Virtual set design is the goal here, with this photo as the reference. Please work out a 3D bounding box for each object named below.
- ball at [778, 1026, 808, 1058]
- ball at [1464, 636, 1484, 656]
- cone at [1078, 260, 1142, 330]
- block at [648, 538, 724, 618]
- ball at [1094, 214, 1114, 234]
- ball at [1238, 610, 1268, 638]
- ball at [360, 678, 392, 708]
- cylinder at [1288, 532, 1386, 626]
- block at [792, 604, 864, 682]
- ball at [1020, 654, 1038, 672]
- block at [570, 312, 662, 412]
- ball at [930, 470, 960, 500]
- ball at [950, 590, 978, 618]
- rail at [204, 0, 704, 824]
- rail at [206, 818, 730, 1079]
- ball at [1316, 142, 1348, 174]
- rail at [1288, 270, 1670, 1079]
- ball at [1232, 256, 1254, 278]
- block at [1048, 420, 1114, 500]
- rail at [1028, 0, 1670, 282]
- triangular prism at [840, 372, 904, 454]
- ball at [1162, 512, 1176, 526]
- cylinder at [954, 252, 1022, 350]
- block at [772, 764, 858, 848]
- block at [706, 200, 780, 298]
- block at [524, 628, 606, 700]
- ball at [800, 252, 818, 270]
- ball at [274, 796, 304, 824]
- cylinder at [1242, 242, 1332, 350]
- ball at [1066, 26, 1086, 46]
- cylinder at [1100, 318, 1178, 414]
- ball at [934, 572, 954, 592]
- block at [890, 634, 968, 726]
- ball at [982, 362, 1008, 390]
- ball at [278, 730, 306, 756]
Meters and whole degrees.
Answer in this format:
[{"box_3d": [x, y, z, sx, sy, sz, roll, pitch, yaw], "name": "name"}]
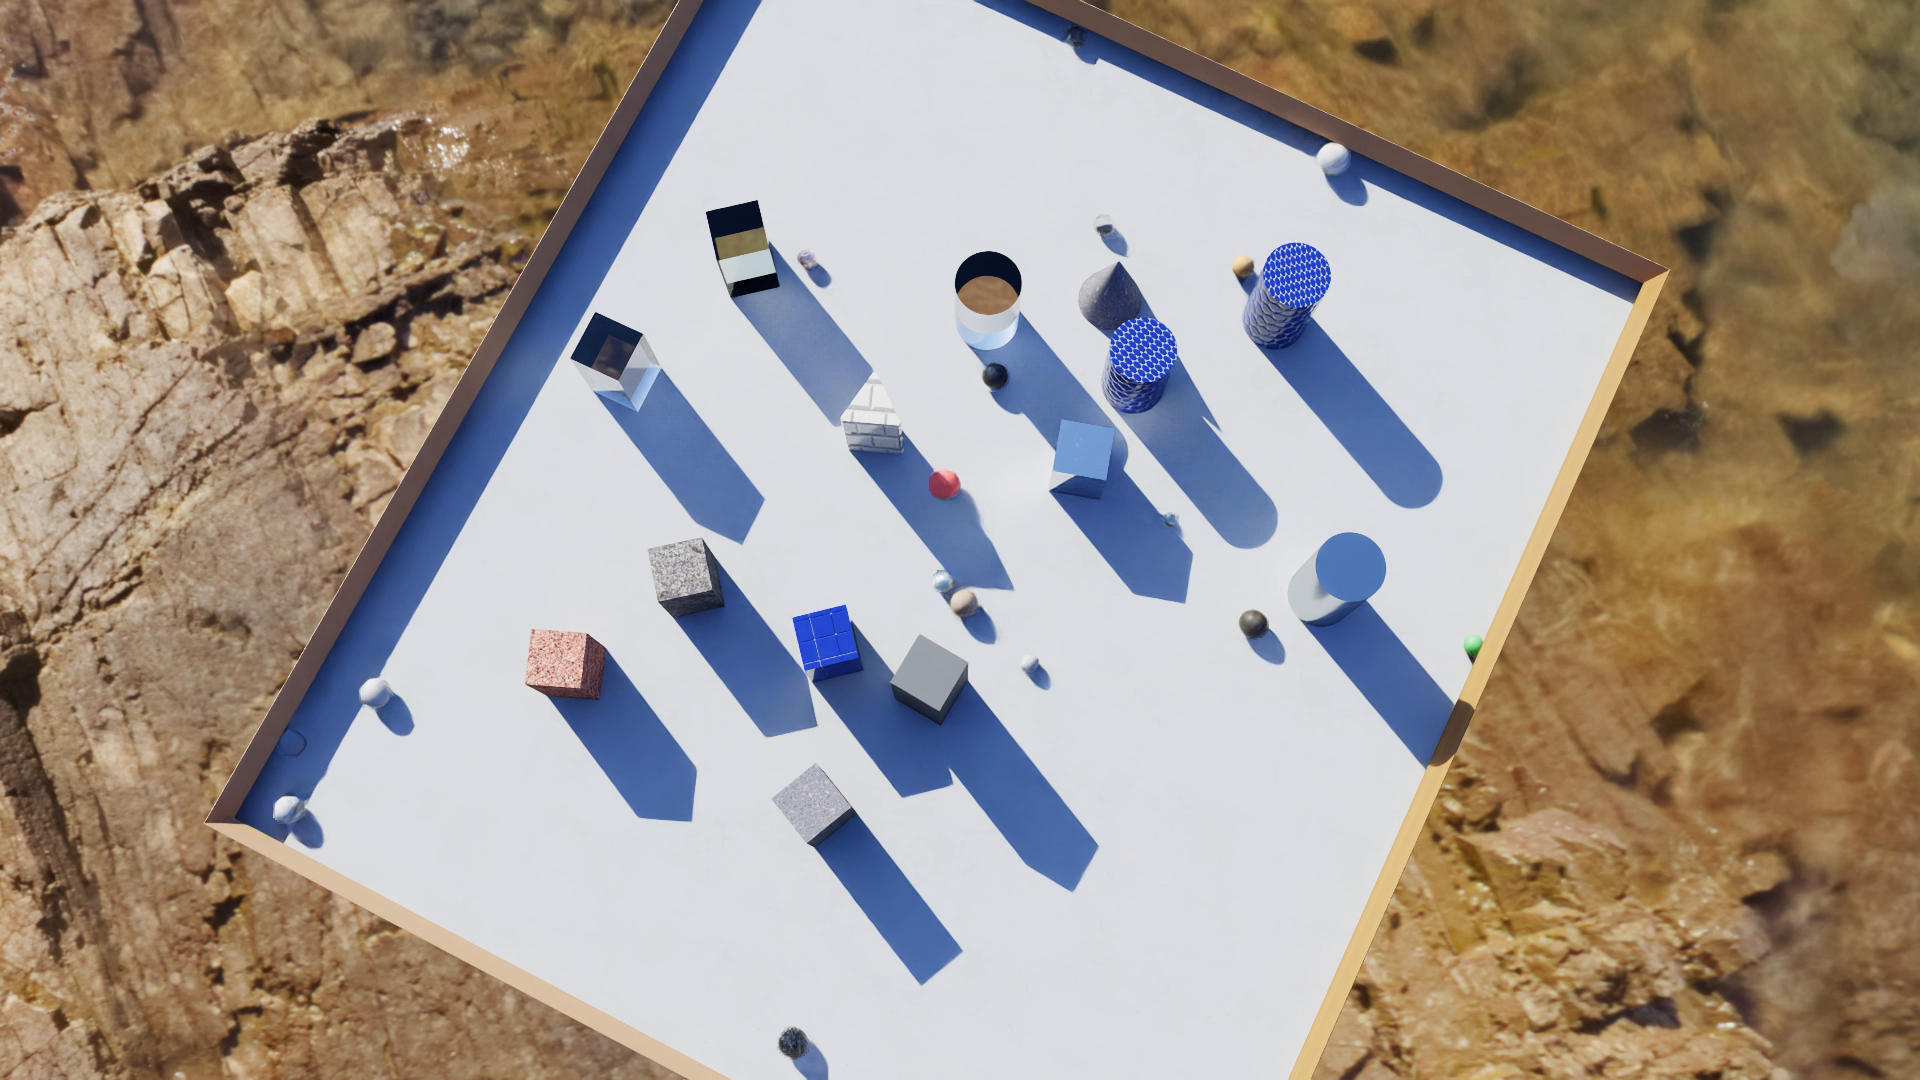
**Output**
[{"box_3d": [-0.480, 1.445, 5.274, 0.086, 0.086, 0.086, 0, 78, 0], "name": "ball"}, {"box_3d": [1.547, 0.317, 5.520, 0.061, 0.061, 0.061, 0, 78, 0], "name": "ball"}, {"box_3d": [0.472, -0.793, 5.603, 0.200, 0.349, 0.200, 0, 78, 0], "name": "cone"}, {"box_3d": [-0.811, 0.114, 5.445, 0.160, 0.290, 0.160, -12, 79, -3], "name": "block"}, {"box_3d": [0.456, -0.996, 5.790, 0.064, 0.064, 0.064, 0, 78, 0], "name": "ball"}, {"box_3d": [0.883, 0.251, 5.521, 0.086, 0.086, 0.086, 0, 78, 0], "name": "ball"}, {"box_3d": [-1.746, 0.457, 5.476, 0.090, 0.090, 0.090, 0, 78, 0], "name": "ball"}, {"box_3d": [1.097, 0.121, 5.363, 0.200, 0.448, 0.200, 0, 78, 0], "name": "cylinder"}, {"box_3d": [-0.388, 0.309, 5.413, 0.160, 0.274, 0.160, -14, 79, -3], "name": "block"}, {"box_3d": [0.209, 0.369, 5.512, 0.056, 0.056, 0.056, 0, 78, 0], "name": "ball"}, {"box_3d": [-1.040, -0.537, 5.556, 0.160, 0.336, 0.160, 25, 79, 5], "name": "block"}, {"box_3d": [-0.045, -0.170, 5.604, 0.093, 0.093, 0.093, 0, 78, 0], "name": "ball"}, {"box_3d": [0.013, 0.192, 5.534, 0.084, 0.084, 0.084, 0, 78, 0], "name": "ball"}, {"box_3d": [-1.396, -0.676, 5.689, 0.045, 0.130, 3.476, 26, 80, 5], "name": "rail"}, {"box_3d": [-0.767, 1.509, 5.237, 3.168, 0.130, 0.045, 26, 80, 5], "name": "rail"}, {"box_3d": [1.184, -1.210, 5.816, 0.100, 0.100, 0.100, 0, 78, 0], "name": "ball"}, {"box_3d": [1.396, 0.690, 5.406, 0.045, 0.130, 3.476, 26, 80, 5], "name": "rail"}, {"box_3d": [0.889, -0.858, 5.758, 0.070, 0.070, 0.070, 0, 78, 0], "name": "ball"}, {"box_3d": [0.365, -0.240, 5.535, 0.160, 0.258, 0.160, 10, 78, 2], "name": "block"}, {"box_3d": [0.767, -1.495, 5.859, 3.168, 0.130, 0.045, 26, 80, 5], "name": "rail"}, {"box_3d": [-0.255, -0.384, 5.522, 0.173, 0.340, 0.150, 5, 78, 1], "name": "triangular prism"}, {"box_3d": [0.640, -0.064, 5.609, 0.042, 0.042, 0.042, 0, 78, 0], "name": "ball"}, {"box_3d": [0.084, -0.727, 5.594, 0.200, 0.339, 0.200, 0, 78, 0], "name": "cylinder"}, {"box_3d": [-0.417, 0.769, 5.295, 0.160, 0.317, 0.160, -39, 81, -7], "name": "block"}, {"box_3d": [-0.665, -0.890, 5.631, 0.160, 0.334, 0.160, -13, 79, -3], "name": "block"}, {"box_3d": [-1.158, 0.369, 5.393, 0.160, 0.289, 0.160, 4, 78, 1], "name": "block"}, {"box_3d": [-0.478, -0.881, 5.770, 0.057, 0.057, 0.057, 0, 78, 0], "name": "ball"}, {"box_3d": [-1.982, 0.795, 5.410, 0.082, 0.082, 0.082, 0, 78, 0], "name": "ball"}, {"box_3d": [0.986, -0.735, 5.562, 0.200, 0.406, 0.200, 0, 78, 0], "name": "cylinder"}, {"box_3d": [0.374, -1.629, 5.923, 0.061, 0.061, 0.061, 0, 78, 0], "name": "ball"}, {"box_3d": [0.539, -0.524, 5.551, 0.200, 0.341, 0.200, 0, 78, 0], "name": "cylinder"}, {"box_3d": [-0.049, 0.128, 5.559, 0.060, 0.060, 0.060, 0, 78, 0], "name": "ball"}, {"box_3d": [-0.086, 0.411, 5.332, 0.160, 0.392, 0.160, 30, 80, 6], "name": "block"}, {"box_3d": [0.107, -0.508, 5.680, 0.081, 0.081, 0.081, 0, 78, 0], "name": "ball"}, {"box_3d": [-1.987, 0.606, 5.451, 0.078, 0.078, 0.078, 0, 78, 0], "name": "ball"}]
